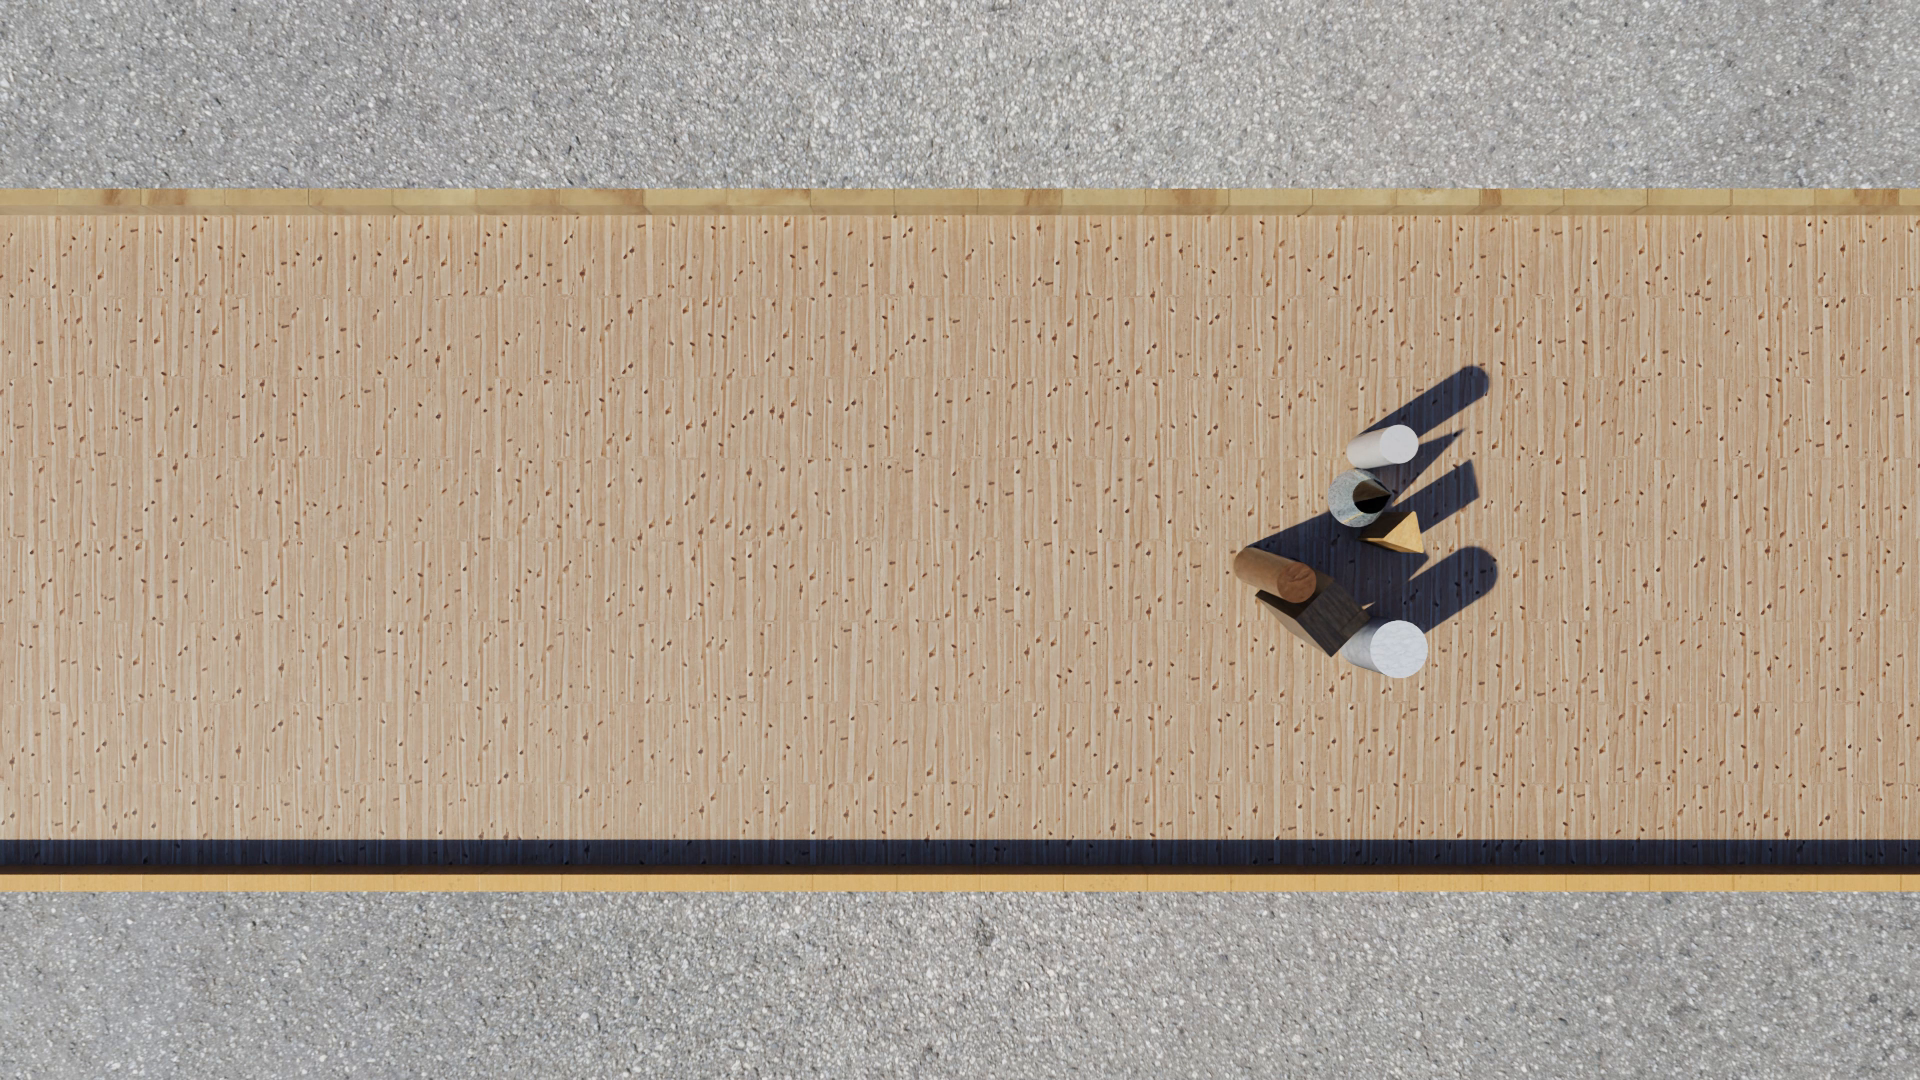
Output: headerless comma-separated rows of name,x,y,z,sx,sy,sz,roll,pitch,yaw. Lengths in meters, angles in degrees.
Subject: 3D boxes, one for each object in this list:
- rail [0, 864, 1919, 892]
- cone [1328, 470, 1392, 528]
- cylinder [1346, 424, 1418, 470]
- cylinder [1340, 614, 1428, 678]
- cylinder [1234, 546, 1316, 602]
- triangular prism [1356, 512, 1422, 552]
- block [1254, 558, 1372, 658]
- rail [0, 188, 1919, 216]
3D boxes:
rail,-2.247,1.025,5.001,12.000,0.150,0.050,0,90,0
cone,1.221,-0.129,4.868,0.179,0.417,0.179,0,90,0
cylinder,1.244,-0.272,4.875,0.109,0.403,0.109,0,90,0
cylinder,1.245,0.310,4.876,0.164,0.401,0.164,0,90,0
cylinder,0.926,0.099,4.871,0.117,0.396,0.117,-1,96,-8
triangular prism,1.295,-0.033,4.918,0.121,0.316,0.105,18,90,0
block,1.043,0.196,4.898,0.165,0.326,0.165,-45,105,0
rail,-2.247,-1.025,5.002,12.000,0.150,0.050,0,90,0
